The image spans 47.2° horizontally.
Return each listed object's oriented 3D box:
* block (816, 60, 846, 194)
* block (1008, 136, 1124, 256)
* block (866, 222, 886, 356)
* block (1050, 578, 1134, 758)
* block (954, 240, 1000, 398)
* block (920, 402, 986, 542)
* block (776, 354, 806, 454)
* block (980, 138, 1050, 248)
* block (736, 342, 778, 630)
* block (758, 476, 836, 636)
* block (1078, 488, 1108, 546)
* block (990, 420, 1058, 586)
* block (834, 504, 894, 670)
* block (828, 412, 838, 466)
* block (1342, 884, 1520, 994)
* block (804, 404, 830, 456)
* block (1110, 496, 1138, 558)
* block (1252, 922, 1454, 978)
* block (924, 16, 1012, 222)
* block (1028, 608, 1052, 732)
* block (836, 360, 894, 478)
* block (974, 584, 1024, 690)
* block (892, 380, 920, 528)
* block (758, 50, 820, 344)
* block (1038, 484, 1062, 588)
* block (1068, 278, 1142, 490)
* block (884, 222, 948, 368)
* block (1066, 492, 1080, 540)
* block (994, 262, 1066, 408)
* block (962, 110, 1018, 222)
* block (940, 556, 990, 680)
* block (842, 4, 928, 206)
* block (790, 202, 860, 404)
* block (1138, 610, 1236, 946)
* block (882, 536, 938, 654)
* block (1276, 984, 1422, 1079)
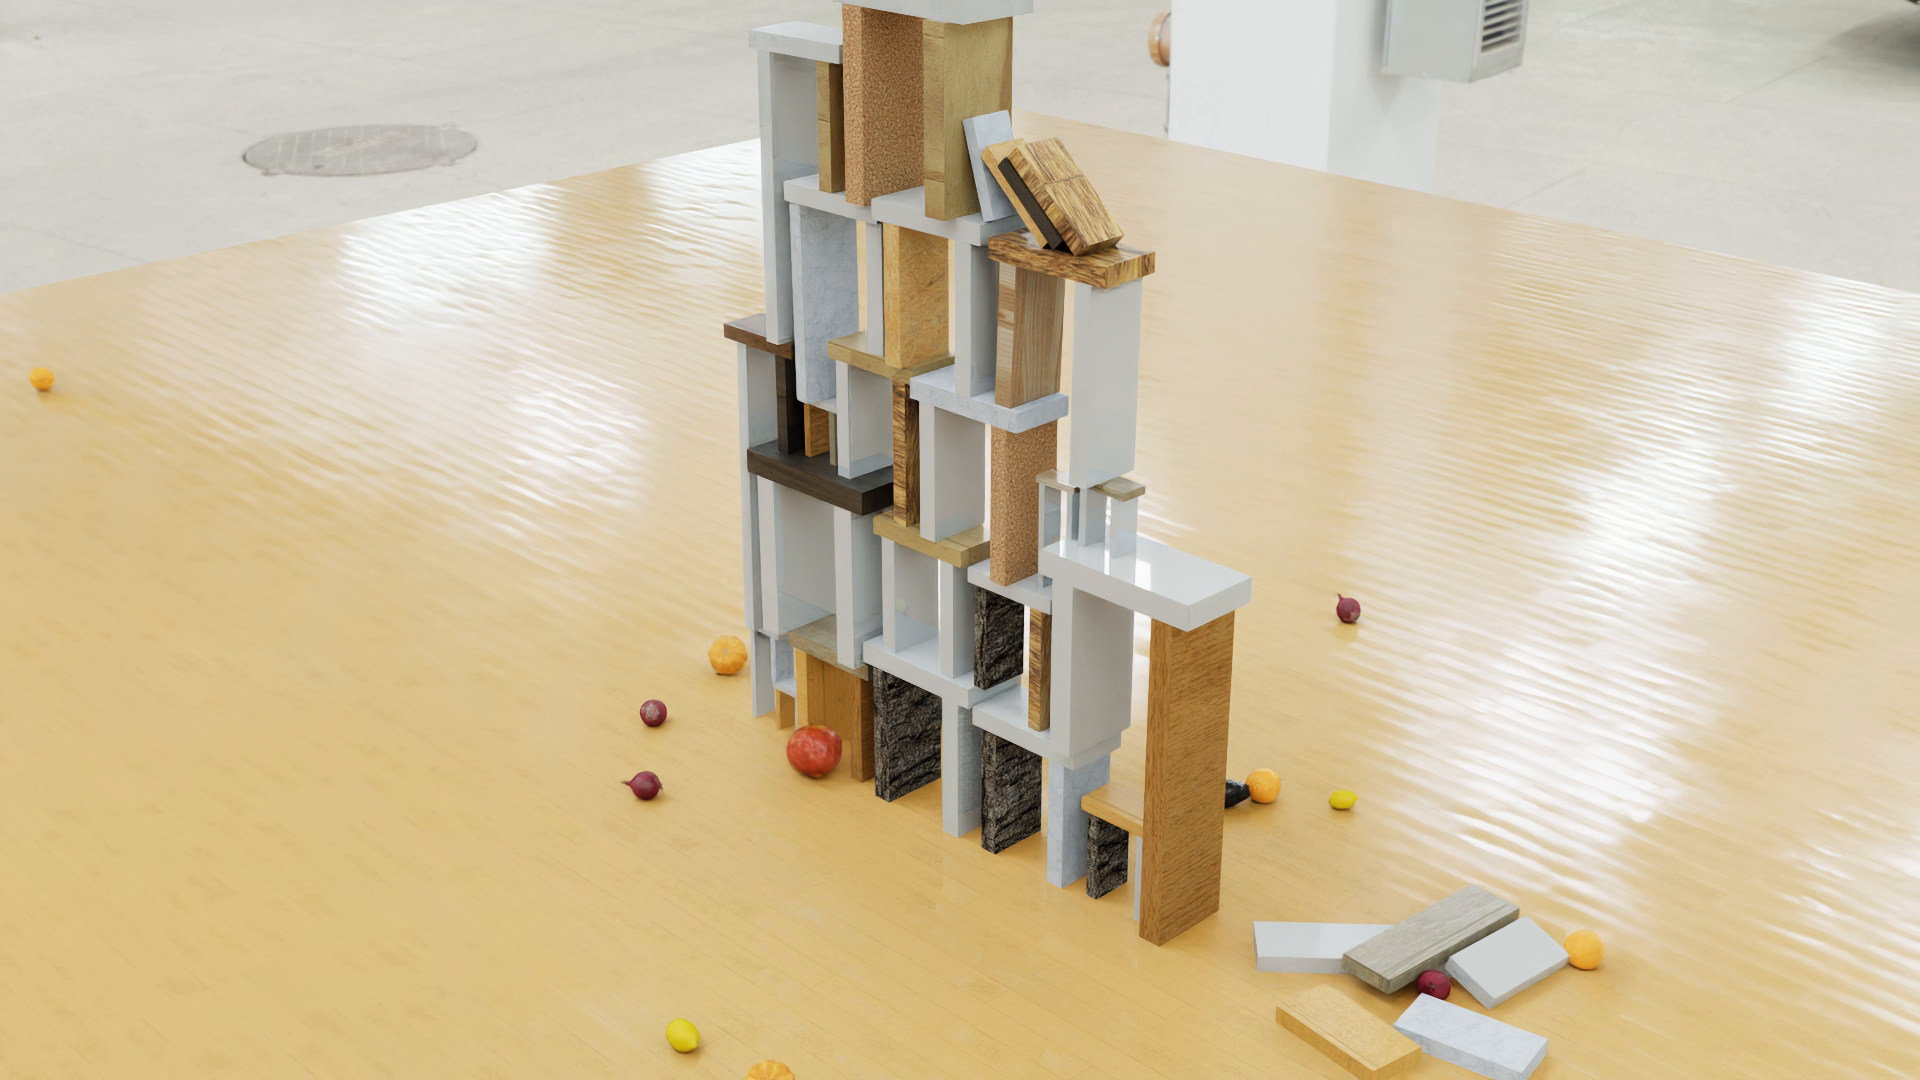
[{"bbox_3d":[-0.208,-0.782,4.120,0.122,0.245,0.035,-21,31,-40],"label":"block"},{"bbox_3d":[0.183,-0.592,3.781,0.107,0.030,0.214,-23,75,-42],"label":"block"},{"bbox_3d":[-0.123,-0.491,4.173,0.037,0.258,0.129,15,27,32],"label":"block"},{"bbox_3d":[0.244,0.211,4.048,0.172,0.345,0.049,-21,31,-41],"label":"block"},{"bbox_3d":[0.051,-0.414,3.992,0.039,0.287,0.136,20,30,39],"label":"block"},{"bbox_3d":[-0.014,-0.146,4.178,0.039,0.275,0.137,21,31,40],"label":"block"},{"bbox_3d":[-0.323,-0.286,4.453,0.029,0.206,0.103,21,31,40],"label":"block"},{"bbox_3d":[0.126,-0.605,3.826,0.090,0.026,0.202,-22,75,-41],"label":"block"},{"bbox_3d":[-0.412,-0.122,4.632,0.029,0.649,0.103,21,30,40],"label":"block"},{"bbox_3d":[-0.335,0.010,4.584,0.049,0.344,0.172,21,31,40],"label":"block"},{"bbox_3d":[0.239,-0.049,3.952,0.016,0.112,0.056,23,32,40],"label":"block"},{"bbox_3d":[0.118,-0.080,4.065,0.039,0.308,0.137,21,31,40],"label":"block"},{"bbox_3d":[-0.170,0.073,4.437,0.049,0.344,0.172,21,31,40],"label":"block"},{"bbox_3d":[-0.234,-0.210,4.392,0.056,0.113,0.016,-21,29,-40],"label":"block"},{"bbox_3d":[0.849,0.714,3.955,0.362,0.030,0.107,-18,29,-36],"label":"block"},{"bbox_3d":[-0.287,-0.229,4.440,0.016,0.112,0.056,21,31,40],"label":"block"},{"bbox_3d":[0.291,-0.028,3.903,0.056,0.112,0.016,-21,31,-40],"label":"block"},{"bbox_3d":[0.713,0.739,3.976,0.357,0.033,0.115,1,23,3],"label":"block"},{"bbox_3d":[0.015,-0.750,3.876,0.049,0.345,0.172,21,31,40],"label":"block"},{"bbox_3d":[0.177,0.228,4.130,0.106,0.249,0.030,-21,30,-40],"label":"block"},{"bbox_3d":[-0.186,-0.250,4.328,0.119,0.239,0.034,-21,31,-40],"label":"block"},{"bbox_3d":[0.076,0.172,4.216,0.106,0.212,0.030,-21,31,-40],"label":"block"},{"bbox_3d":[-0.074,-0.181,4.234,0.119,0.294,0.034,-21,31,-40],"label":"block"},{"bbox_3d":[-0.329,-0.673,4.287,0.035,0.577,0.122,21,31,39],"label":"block"},{"bbox_3d":[0.165,-0.014,4.041,0.013,0.206,0.046,21,31,40],"label":"block"},{"bbox_3d":[0.254,-0.283,3.844,0.038,0.372,0.133,22,31,40],"label":"block"},{"bbox_3d":[-0.081,-0.470,4.104,0.039,0.273,0.136,19,29,37],"label":"block"},{"bbox_3d":[0.213,-0.050,3.980,0.046,0.092,0.013,-21,30,-40],"label":"block"},{"bbox_3d":[0.126,-0.380,3.936,0.038,0.266,0.133,23,32,39],"label":"block"},{"bbox_3d":[0.063,-0.659,3.870,0.090,0.181,0.026,-22,14,-41],"label":"block"},{"bbox_3d":[0.017,0.137,4.261,0.034,0.242,0.121,21,31,40],"label":"block"},{"bbox_3d":[-0.133,-0.808,4.033,0.049,0.361,0.172,21,31,40],"label":"block"},{"bbox_3d":[-0.263,-0.475,4.318,0.129,0.402,0.037,-16,27,-33],"label":"block"},{"bbox_3d":[0.407,0.414,3.957,0.172,0.647,0.049,-21,31,-41],"label":"block"},{"bbox_3d":[-0.098,0.092,4.365,0.034,0.242,0.121,21,31,41],"label":"block"},{"bbox_3d":[0.659,0.840,3.740,0.115,0.033,0.230,-16,28,-33],"label":"block"}]
